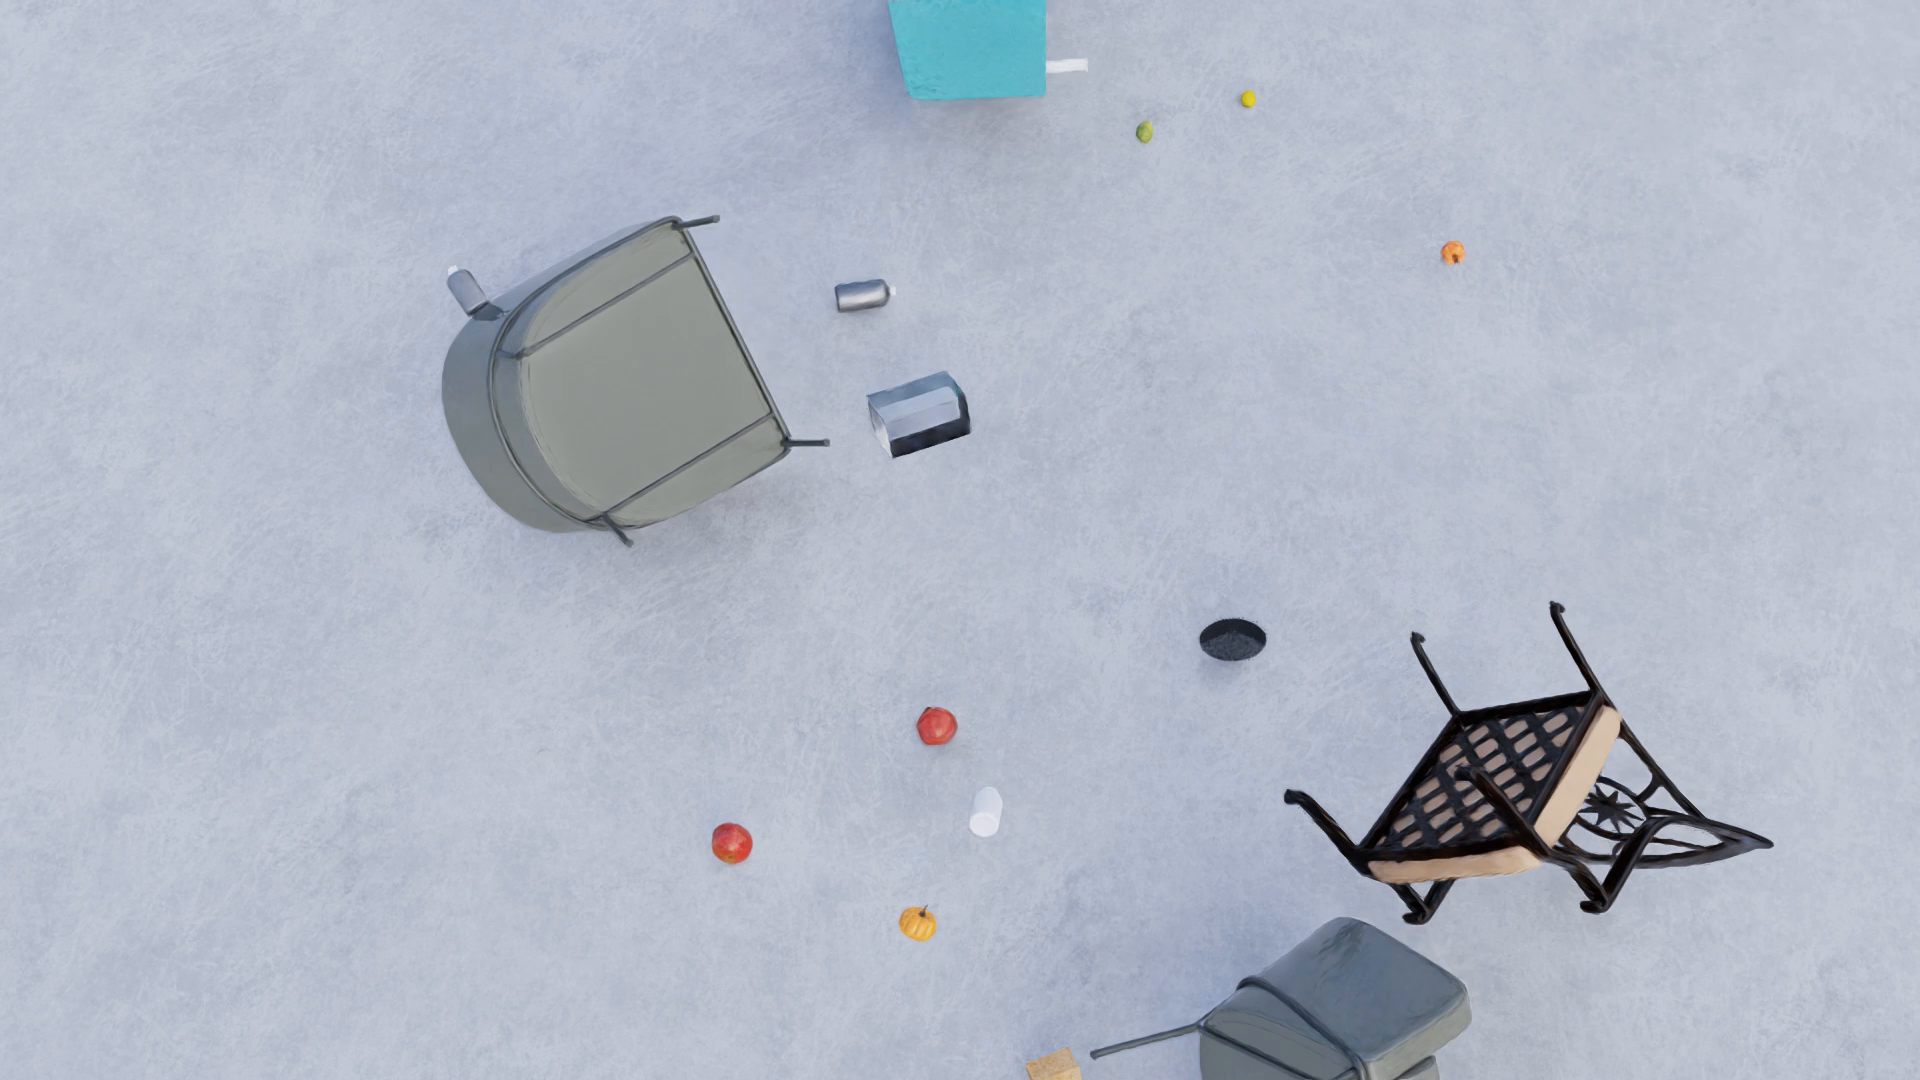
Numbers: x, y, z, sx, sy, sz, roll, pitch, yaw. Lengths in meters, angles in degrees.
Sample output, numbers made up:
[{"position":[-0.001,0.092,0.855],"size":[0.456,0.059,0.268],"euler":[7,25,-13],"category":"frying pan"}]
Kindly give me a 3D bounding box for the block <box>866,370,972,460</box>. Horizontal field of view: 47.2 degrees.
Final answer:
[{"position":[-0.124,-0.384,6.716],"size":[0.262,0.136,0.174],"euler":[-19,36,-12],"category":"block"}]

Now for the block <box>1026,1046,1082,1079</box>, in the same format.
[{"position":[0.245,1.376,5.536],"size":[0.119,0.170,0.069],"euler":[-20,37,-8],"category":"block"}]

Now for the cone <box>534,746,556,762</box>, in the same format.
[{"position":[-1.162,0.592,6.165],"size":[0.061,0.039,0.049],"euler":[4,32,-14],"category":"cone"}]
